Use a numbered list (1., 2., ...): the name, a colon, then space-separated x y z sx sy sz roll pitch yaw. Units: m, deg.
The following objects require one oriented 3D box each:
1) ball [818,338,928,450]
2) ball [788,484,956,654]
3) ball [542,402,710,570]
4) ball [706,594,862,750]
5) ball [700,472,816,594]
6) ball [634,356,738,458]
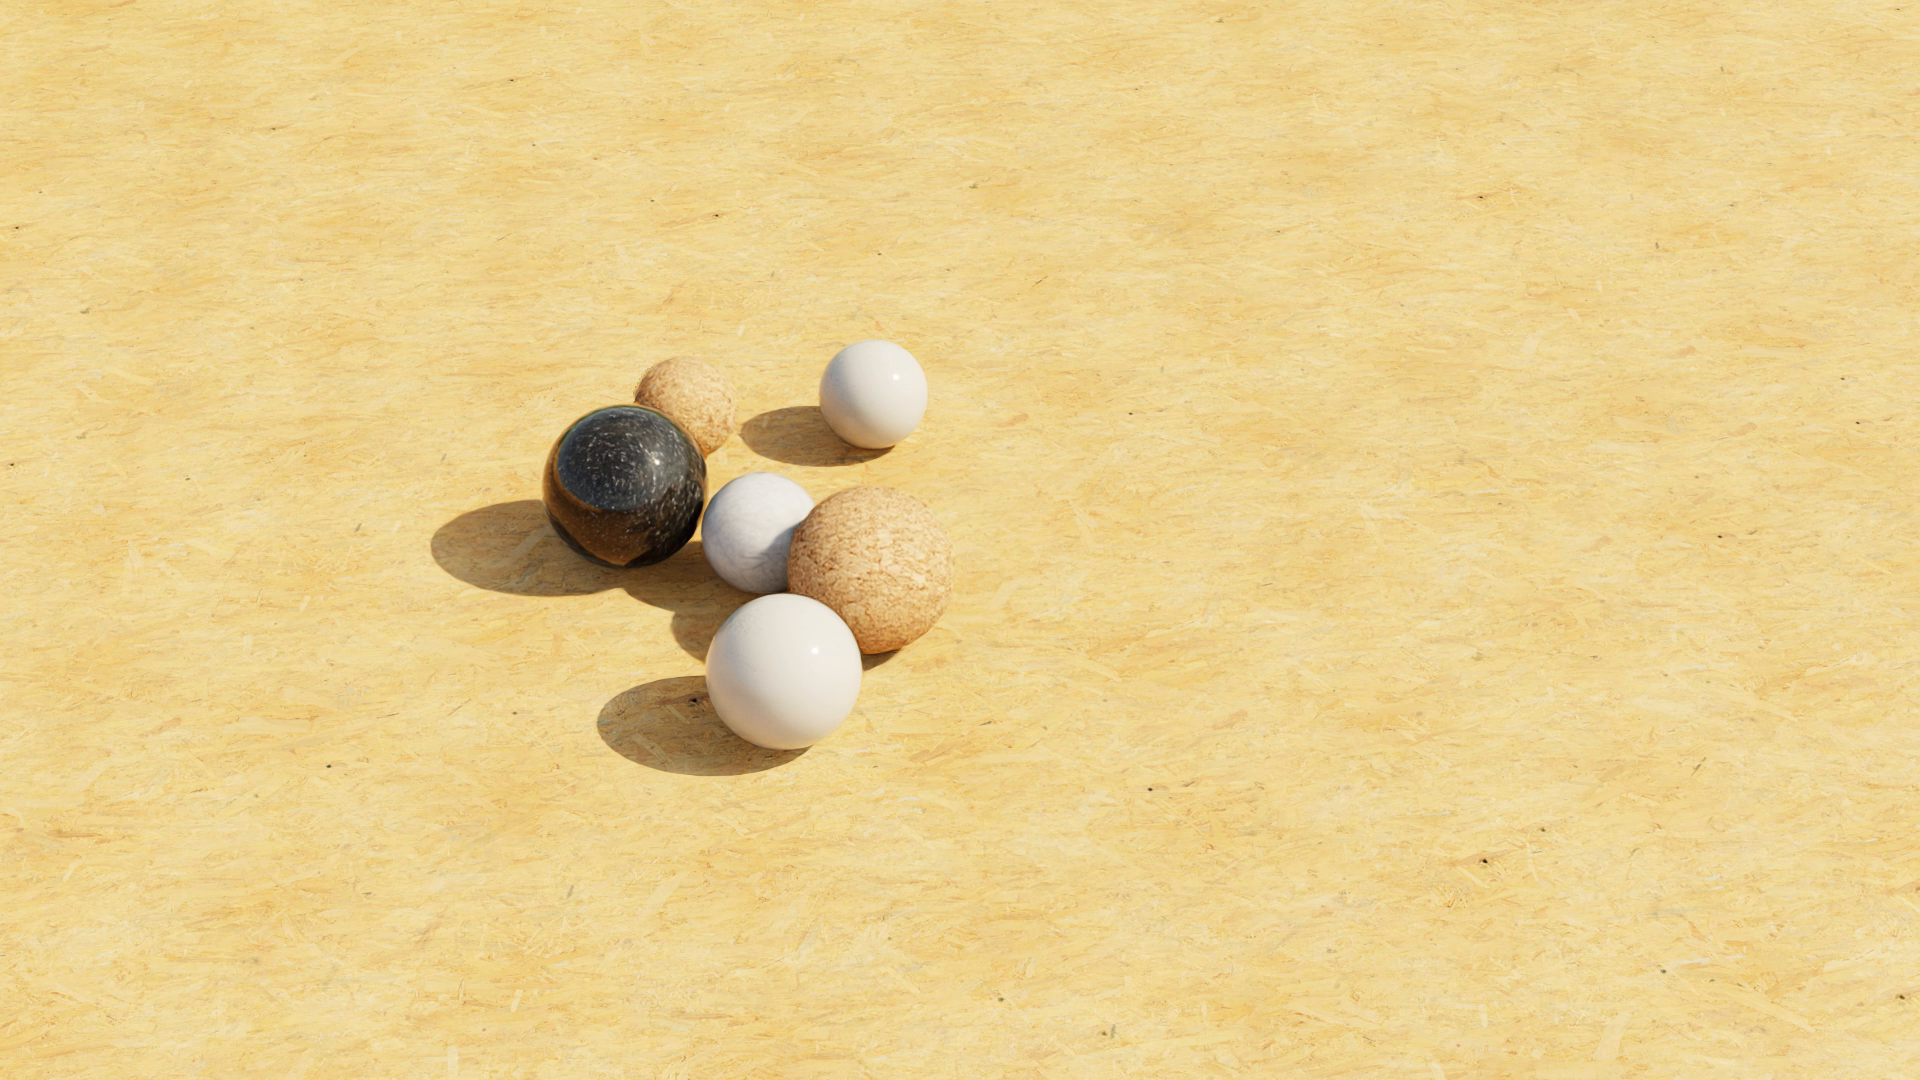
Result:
1. ball: -0.055 -0.093 1.638 0.070 0.070 0.070 0 37 0
2. ball: -0.050 0.016 1.468 0.096 0.096 0.096 0 37 0
3. ball: -0.199 -0.032 1.531 0.100 0.100 0.100 0 37 0
4. ball: -0.096 0.072 1.402 0.086 0.086 0.086 0 37 0
5. ball: -0.117 -0.004 1.516 0.072 0.072 0.072 0 37 0
6. ball: -0.174 -0.083 1.628 0.066 0.066 0.066 0 37 0
